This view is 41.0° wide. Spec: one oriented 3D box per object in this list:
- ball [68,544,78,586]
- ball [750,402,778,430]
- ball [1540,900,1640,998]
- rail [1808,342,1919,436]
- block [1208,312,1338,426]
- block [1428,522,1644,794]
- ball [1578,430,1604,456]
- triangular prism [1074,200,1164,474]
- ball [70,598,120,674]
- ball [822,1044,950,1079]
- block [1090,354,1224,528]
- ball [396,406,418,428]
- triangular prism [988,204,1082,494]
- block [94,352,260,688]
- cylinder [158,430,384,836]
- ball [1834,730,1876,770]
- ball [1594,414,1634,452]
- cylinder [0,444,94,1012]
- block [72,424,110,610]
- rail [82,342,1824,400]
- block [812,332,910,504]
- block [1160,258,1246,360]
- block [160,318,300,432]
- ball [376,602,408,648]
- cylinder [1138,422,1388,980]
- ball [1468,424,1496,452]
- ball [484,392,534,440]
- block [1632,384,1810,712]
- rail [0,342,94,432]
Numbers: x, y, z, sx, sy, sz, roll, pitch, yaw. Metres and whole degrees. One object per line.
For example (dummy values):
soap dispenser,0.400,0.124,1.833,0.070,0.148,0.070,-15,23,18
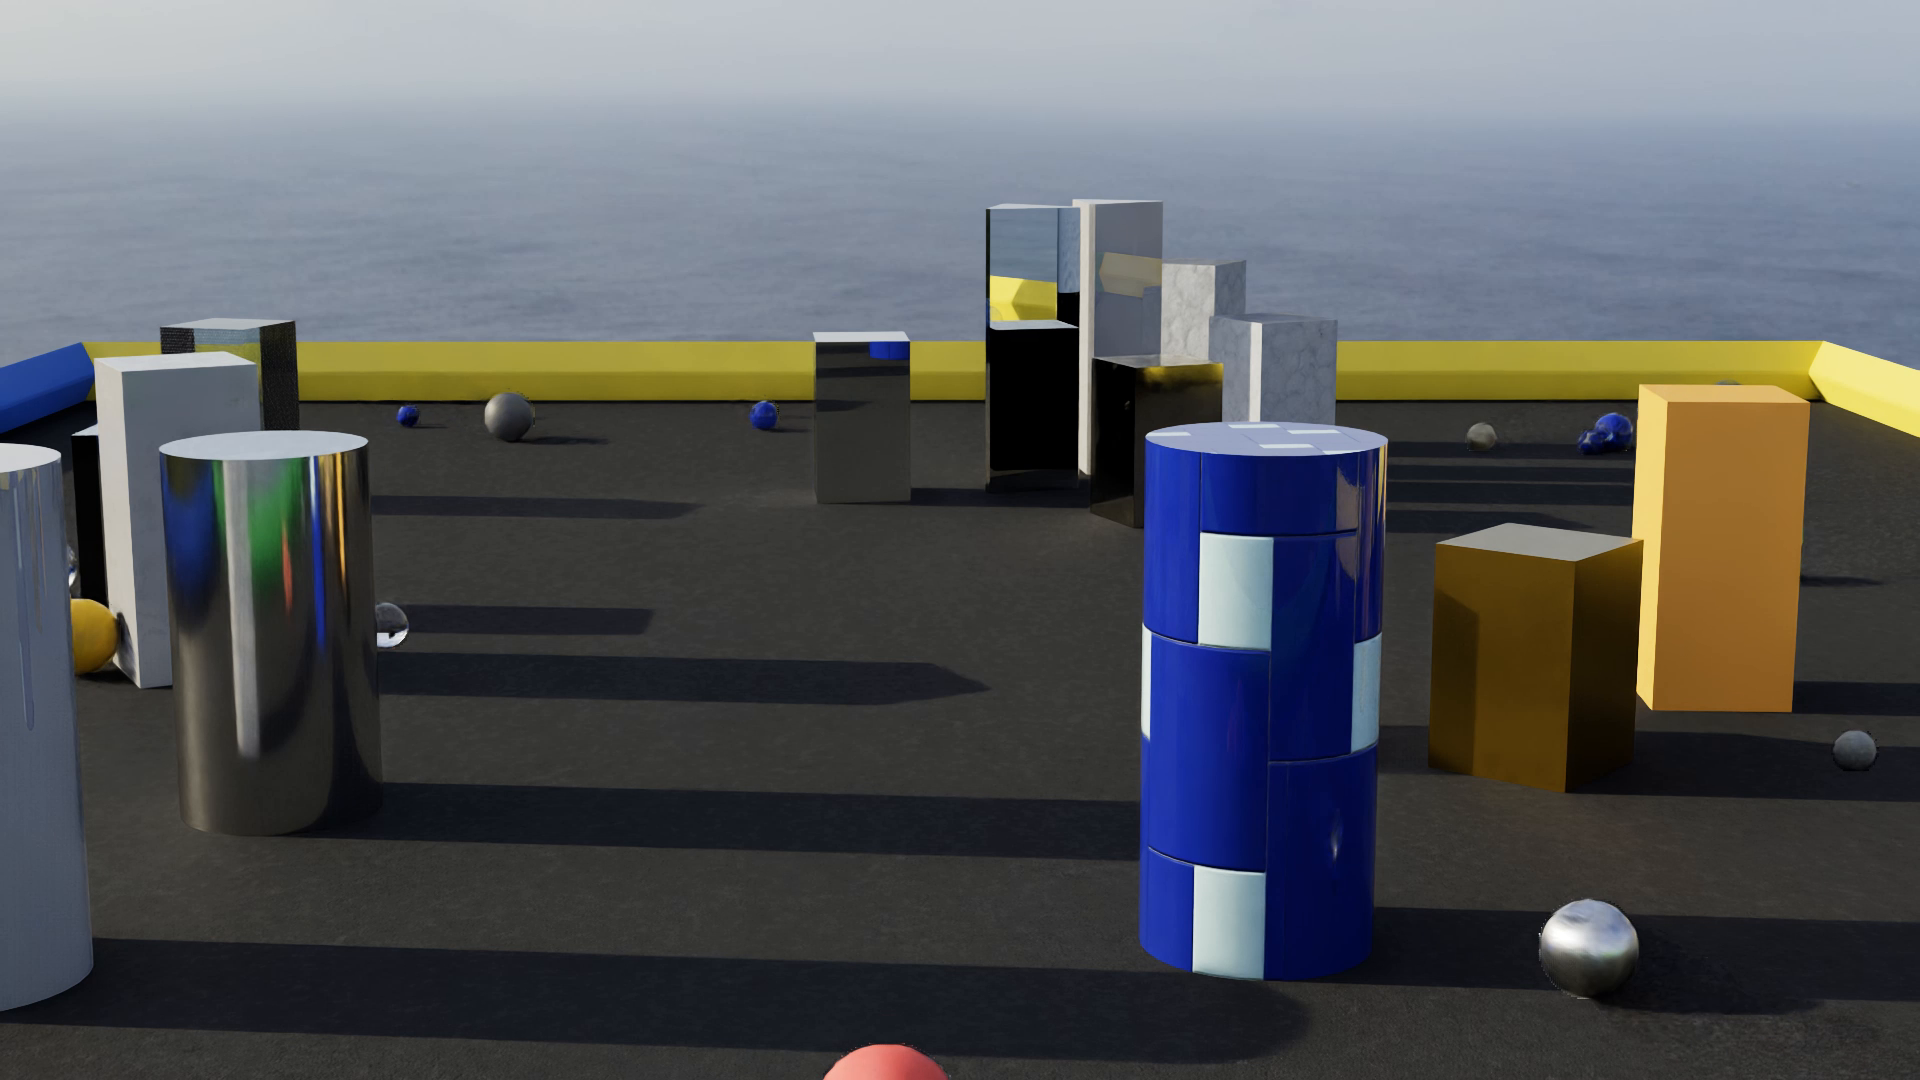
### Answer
ball,-1.264,0.036,3.535,0.091,0.091,0.091,0,11,0
ball,-0.395,-0.251,5.172,0.058,0.058,0.058,0,11,0
ball,0.498,0.323,2.029,0.076,0.076,0.076,0,11,0
rail,1.886,0.031,3.460,0.045,0.127,4.438,0,11,0
block,0.536,-0.234,4.422,0.157,0.299,0.157,-6,12,-28
block,0.602,0.119,2.684,0.157,0.239,0.157,9,14,39
ball,1.191,-0.184,4.839,0.048,0.048,0.048,0,11,0
triangular prism,0.254,-0.375,4.677,0.170,0.483,0.147,-8,13,-37
ball,-1.058,0.116,3.088,0.091,0.091,0.091,0,11,0
ball,-0.048,0.378,1.673,0.098,0.098,0.098,0,11,0
block,0.317,-0.163,4.157,0.157,0.257,0.157,-4,11,-23
ball,-1.122,-0.251,5.214,0.044,0.044,0.044,0,11,0
triangular prism,0.103,-0.337,4.463,0.170,0.486,0.147,-4,11,-18
block,-0.939,-0.029,3.102,0.157,0.377,0.157,-6,12,-29
cylinder,-0.673,0.087,2.516,0.196,0.364,0.196,0,11,0
ball,0.935,0.220,2.679,0.042,0.042,0.042,0,11,0
ball,1.242,-0.204,4.878,0.074,0.074,0.074,0,11,0
cylinder,-0.804,0.146,2.039,0.196,0.421,0.196,0,11,0
block,-1.075,-0.026,3.427,0.157,0.253,0.157,0,11,-1
rail,-0.013,-0.367,5.607,3.819,0.127,0.045,0,11,0
block,-0.168,-0.210,4.365,0.157,0.273,0.157,-1,11,-5
block,0.444,-0.356,4.923,0.157,0.356,0.157,5,12,27
block,-1.217,-0.211,4.293,0.157,0.302,0.157,3,11,17
ball,-0.726,0.108,3.242,0.057,0.057,0.057,0,11,0
cylinder,0.249,0.127,2.123,0.196,0.427,0.196,0,11,0
ball,0.993,-0.196,4.887,0.054,0.054,0.054,0,11,0
ball,-0.885,-0.242,5.027,0.095,0.095,0.095,0,11,0
block,0.873,0.007,2.971,0.157,0.355,0.157,1,11,3
rail,-1.886,0.035,3.438,0.045,0.127,4.438,0,11,0
